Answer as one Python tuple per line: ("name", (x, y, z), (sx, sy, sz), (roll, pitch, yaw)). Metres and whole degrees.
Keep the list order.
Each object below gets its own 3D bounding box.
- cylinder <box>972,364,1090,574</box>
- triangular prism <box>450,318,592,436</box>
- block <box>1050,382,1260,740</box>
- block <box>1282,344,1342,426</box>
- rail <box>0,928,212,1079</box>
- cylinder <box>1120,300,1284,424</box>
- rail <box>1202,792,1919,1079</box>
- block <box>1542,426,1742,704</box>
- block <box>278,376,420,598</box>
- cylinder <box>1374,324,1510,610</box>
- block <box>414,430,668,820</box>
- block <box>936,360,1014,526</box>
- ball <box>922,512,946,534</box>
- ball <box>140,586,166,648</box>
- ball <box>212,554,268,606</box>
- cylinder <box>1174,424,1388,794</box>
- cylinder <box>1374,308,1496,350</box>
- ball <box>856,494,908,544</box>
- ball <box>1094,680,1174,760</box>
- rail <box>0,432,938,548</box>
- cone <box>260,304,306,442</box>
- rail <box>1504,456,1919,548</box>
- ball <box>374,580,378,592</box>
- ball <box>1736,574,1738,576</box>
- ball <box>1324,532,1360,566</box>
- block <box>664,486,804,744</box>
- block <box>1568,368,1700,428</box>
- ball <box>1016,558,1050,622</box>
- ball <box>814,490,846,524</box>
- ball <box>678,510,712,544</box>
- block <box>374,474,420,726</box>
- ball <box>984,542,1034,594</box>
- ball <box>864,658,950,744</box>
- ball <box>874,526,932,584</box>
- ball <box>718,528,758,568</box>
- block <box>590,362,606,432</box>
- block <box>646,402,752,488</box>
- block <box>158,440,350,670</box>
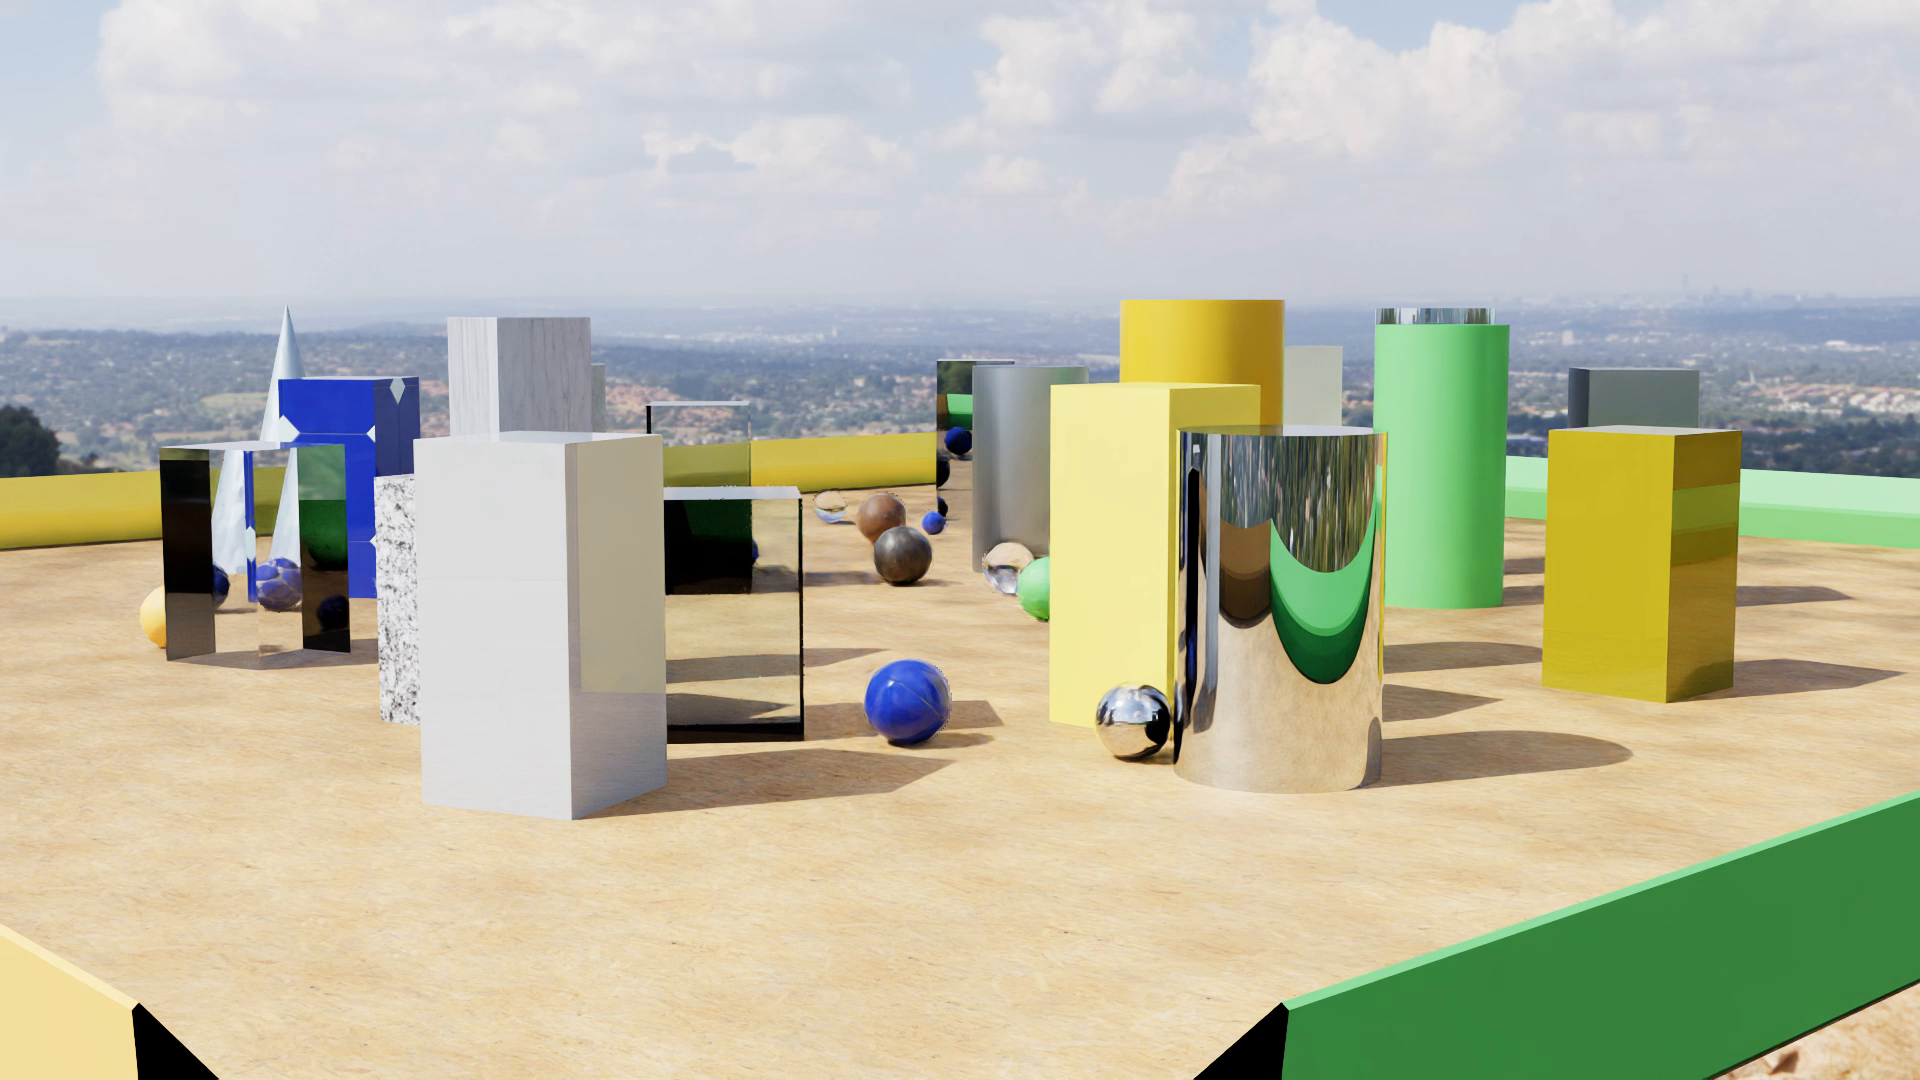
("cylinder", (0.121, -0.123, 3.780), (0.200, 0.351, 0.200), (0, 6, 0))
("triangular prism", (-0.566, -0.054, 2.702), (0.150, 0.437, 0.173), (4, 7, 31))
("block", (0.211, 0.015, 2.383), (0.160, 0.365, 0.160), (6, 8, 43))
("block", (0.610, -0.179, 4.180), (0.160, 0.380, 0.160), (-4, 7, -34))
("rail", (-1.351, 0.163, 2.092), (0.045, 0.130, 3.639), (-5, 8, -42))
("cylinder", (0.295, -0.064, 2.698), (0.200, 0.458, 0.200), (0, 6, 0))
("rail", (1.218, 0.170, 2.019), (3.725, 0.130, 0.045), (-5, 8, -42))
("block", (0.805, 0.023, 2.600), (0.160, 0.305, 0.160), (-6, 8, -44))
("block", (-0.965, -0.087, 3.493), (0.160, 0.340, 0.160), (1, 6, 11))
("cylinder", (0.735, -0.117, 3.373), (0.200, 0.424, 0.200), (0, 6, 0))
("block", (-0.381, 0.071, 2.016), (0.160, 0.331, 0.160), (3, 6, 24))
("block", (0.033, -0.206, 4.615), (0.160, 0.343, 0.160), (0, 6, 1))
("ball", (-0.053, -0.034, 4.391), (0.047, 0.047, 0.047), (0, 6, 0))
("ball", (-1.041, 0.101, 2.913), (0.085, 0.085, 0.085), (0, 6, 0))
("ball", (-1.087, 0.061, 3.322), (0.079, 0.079, 0.079), (0, 6, 0))
("cylinder", (0.307, 0.060, 2.116), (0.200, 0.332, 0.200), (0, 6, 0))
("cylinder", (0.806, -0.170, 3.752), (0.200, 0.449, 0.200), (0, 6, 0))
("ball", (-0.150, -0.040, 4.210), (0.098, 0.098, 0.098), (0, 6, 0))
("ball", (0.173, 0.179, 2.192), (0.078, 0.078, 0.078), (0, 6, 0))
("rail", (-1.218, -0.103, 4.645), (3.725, 0.130, 0.045), (-5, 8, -42))
("cone", (-1.183, -0.190, 3.886), (0.200, 0.462, 0.200), (0, 6, 0))
("rail", (1.351, -0.095, 4.572), (0.045, 0.130, 3.639), (-5, 8, -42))
("ball", (-0.861, 0.066, 3.359), (0.063, 0.063, 0.063), (0, 6, 0))
("ball", (1.155, 0.041, 3.413), (0.100, 0.100, 0.100), (0, 6, 0))
("ball", (0.667, 0.016, 3.845), (0.062, 0.062, 0.062), (0, 6, 0))
("block", (-0.250, 0.076, 2.340), (0.160, 0.253, 0.160), (-1, 6, -6))
("block", (1.021, -0.082, 3.357), (0.160, 0.358, 0.160), (0, 6, 5))
("ball", (0.128, 0.071, 3.168), (0.092, 0.092, 0.092), (0, 6, 0))
("ball", (-0.274, -0.069, 4.632), (0.068, 0.068, 0.068), (0, 6, 0))
("ball", (-0.508, -0.026, 4.223), (0.067, 0.067, 0.067), (0, 6, 0))
("block", (-0.523, 0.062, 2.414), (0.160, 0.266, 0.160), (3, 7, 30))
("ball", (0.079, 0.044, 3.465), (0.083, 0.083, 0.083), (0, 6, 0))
("ball", (-0.055, 0.166, 2.268), (0.088, 0.088, 0.088), (0, 6, 0))
("ball", (-0.094, 0.025, 3.587), (0.097, 0.097, 0.097), (0, 6, 0))
("ball", (-0.386, 0.015, 3.820), (0.068, 0.068, 0.068), (0, 6, 0))
("block", (-0.673, -0.116, 3.685), (0.160, 0.356, 0.160), (-1, 6, -9))
("block", (-0.422, -0.074, 3.579), (0.160, 0.296, 0.160), (0, 6, -4))
("block", (-0.904, 0.015, 2.826), (0.160, 0.274, 0.160), (3, 7, 27))
